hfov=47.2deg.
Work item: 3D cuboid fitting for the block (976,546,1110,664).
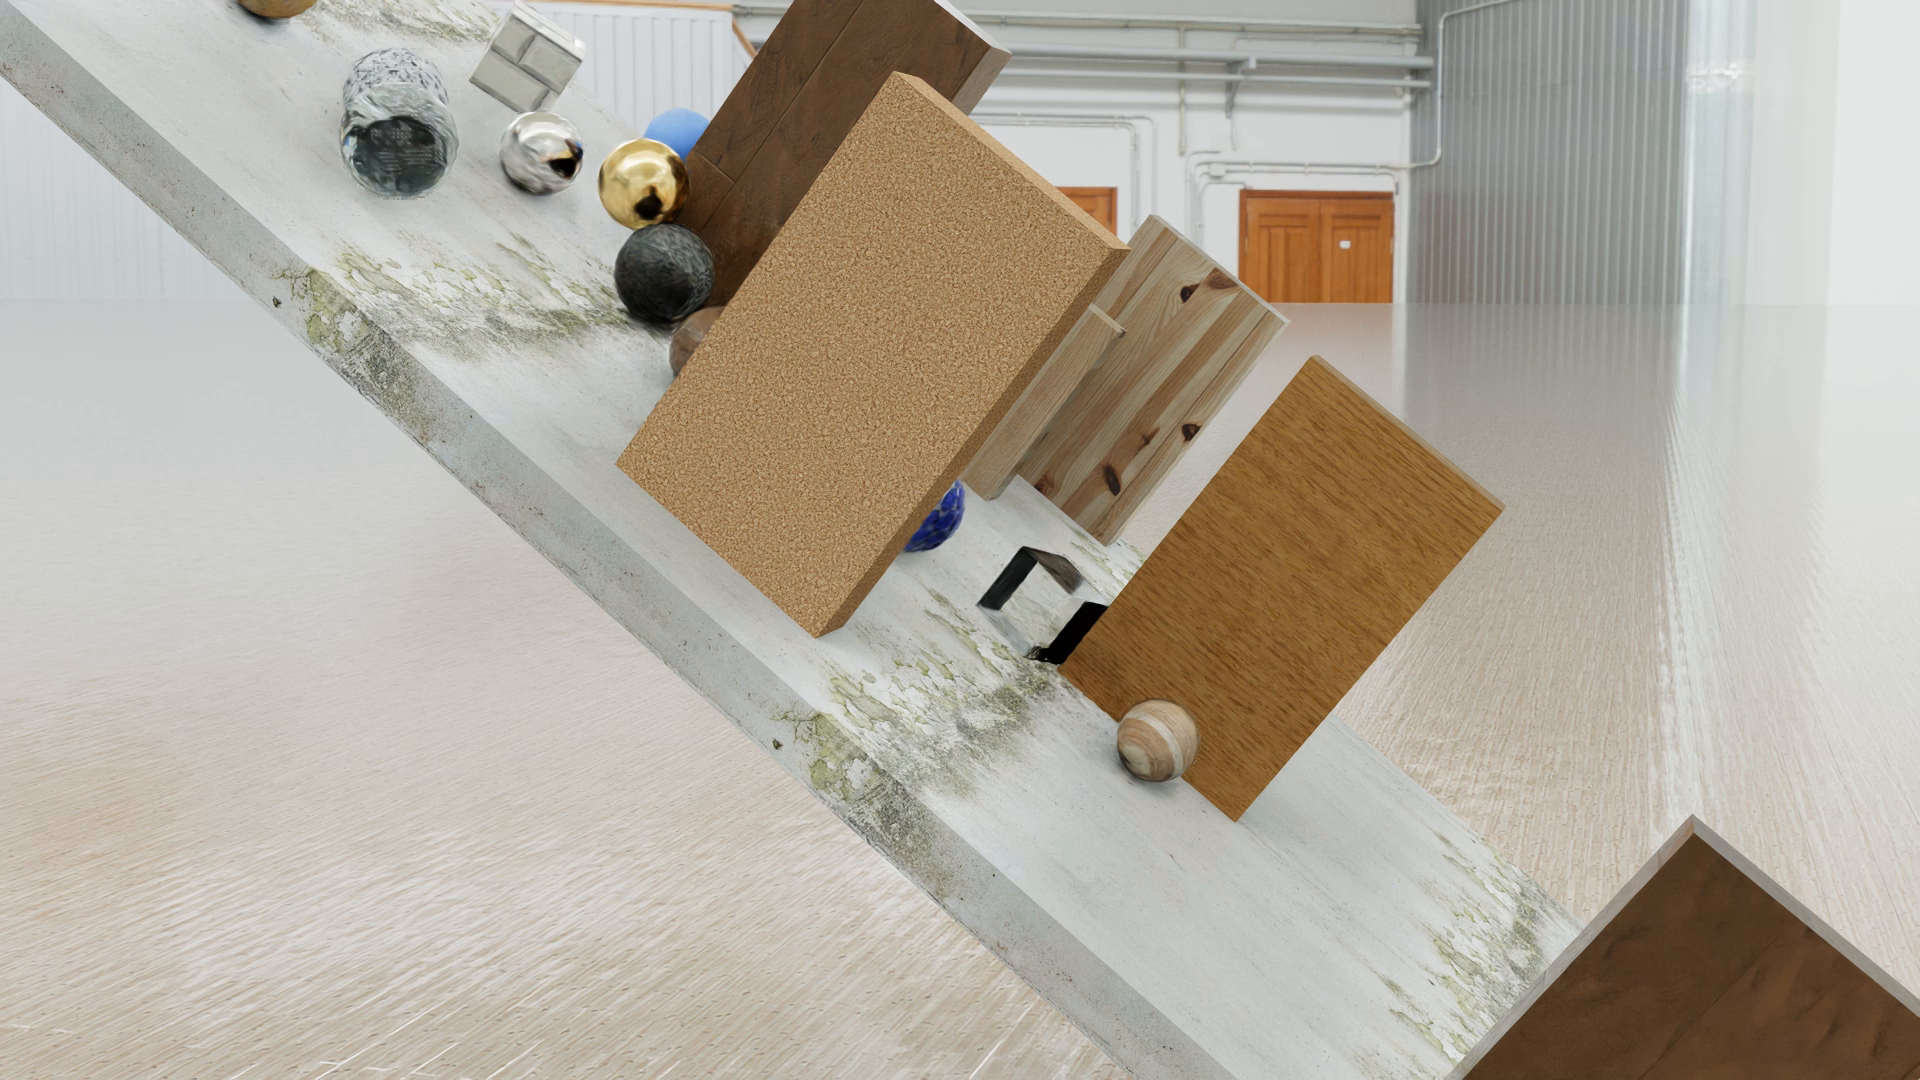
[{"bbox_3d":[0.148,0.117,3.900,0.140,0.140,0.140,47,19,30],"label":"block"}]

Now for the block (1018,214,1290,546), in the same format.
[{"bbox_3d":[0.374,-0.345,4.788,0.372,0.623,0.089,40,16,9],"label":"block"}]

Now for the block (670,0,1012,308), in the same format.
[{"bbox_3d":[-0.281,-0.740,4.230,0.364,0.759,0.146,40,16,9],"label":"block"}]

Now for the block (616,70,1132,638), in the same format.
[{"bbox_3d":[-0.138,-0.269,3.276,0.412,0.732,0.122,40,16,9],"label":"block"}]

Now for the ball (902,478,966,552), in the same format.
[{"bbox_3d":[-0.078,-0.066,3.859,0.175,0.175,0.175,0,7,0],"label":"ball"}]

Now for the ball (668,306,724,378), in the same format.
[{"bbox_3d":[-0.423,-0.323,3.842,0.169,0.169,0.169,0,7,0],"label":"ball"}]

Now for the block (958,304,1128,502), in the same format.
[{"bbox_3d":[0.098,-0.335,4.497,0.264,0.441,0.086,40,16,9],"label":"block"}]

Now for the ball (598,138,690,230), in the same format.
[{"bbox_3d":[-0.594,-0.667,4.133,0.173,0.173,0.173,0,7,0],"label":"ball"}]

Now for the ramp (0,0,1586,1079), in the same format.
[{"bbox_3d":[-0.029,0.083,4.053,4.000,0.100,2.000,40,16,9],"label":"ramp"}]

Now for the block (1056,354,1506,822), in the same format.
[{"bbox_3d":[0.547,0.087,3.803,0.408,0.710,0.092,40,16,9],"label":"block"}]

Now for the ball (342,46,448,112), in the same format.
[{"bbox_3d":[-0.988,-0.772,3.852,0.180,0.180,0.180,0,7,0],"label":"ball"}]

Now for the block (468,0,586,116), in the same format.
[{"bbox_3d":[-0.924,-1.023,4.704,0.172,0.172,0.172,32,17,-20],"label":"block"}]

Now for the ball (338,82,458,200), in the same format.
[{"bbox_3d":[-0.931,-0.663,3.649,0.193,0.193,0.193,0,7,0],"label":"ball"}]

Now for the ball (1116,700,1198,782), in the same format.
[{"bbox_3d":[0.331,0.337,3.687,0.138,0.138,0.138,0,7,0],"label":"ball"}]

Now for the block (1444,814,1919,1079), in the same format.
[{"bbox_3d":[1.042,0.770,3.192,0.443,0.588,0.117,40,16,9],"label":"block"}]

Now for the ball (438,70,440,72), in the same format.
[{"bbox_3d":[-1.017,-0.836,4.076,0.122,0.122,0.122,0,7,0],"label":"ball"}]

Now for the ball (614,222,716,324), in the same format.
[{"bbox_3d":[-0.539,-0.486,4.018,0.185,0.185,0.185,0,7,0],"label":"ball"}]

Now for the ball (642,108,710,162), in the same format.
[{"bbox_3d":[-0.557,-0.782,4.388,0.155,0.155,0.155,0,7,0],"label":"ball"}]

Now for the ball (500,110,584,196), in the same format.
[{"bbox_3d":[-0.800,-0.741,4.209,0.160,0.160,0.160,0,7,0],"label":"ball"}]

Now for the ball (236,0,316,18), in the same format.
[{"bbox_3d":[-1.259,-1.054,4.037,0.189,0.189,0.189,0,7,0],"label":"ball"}]
